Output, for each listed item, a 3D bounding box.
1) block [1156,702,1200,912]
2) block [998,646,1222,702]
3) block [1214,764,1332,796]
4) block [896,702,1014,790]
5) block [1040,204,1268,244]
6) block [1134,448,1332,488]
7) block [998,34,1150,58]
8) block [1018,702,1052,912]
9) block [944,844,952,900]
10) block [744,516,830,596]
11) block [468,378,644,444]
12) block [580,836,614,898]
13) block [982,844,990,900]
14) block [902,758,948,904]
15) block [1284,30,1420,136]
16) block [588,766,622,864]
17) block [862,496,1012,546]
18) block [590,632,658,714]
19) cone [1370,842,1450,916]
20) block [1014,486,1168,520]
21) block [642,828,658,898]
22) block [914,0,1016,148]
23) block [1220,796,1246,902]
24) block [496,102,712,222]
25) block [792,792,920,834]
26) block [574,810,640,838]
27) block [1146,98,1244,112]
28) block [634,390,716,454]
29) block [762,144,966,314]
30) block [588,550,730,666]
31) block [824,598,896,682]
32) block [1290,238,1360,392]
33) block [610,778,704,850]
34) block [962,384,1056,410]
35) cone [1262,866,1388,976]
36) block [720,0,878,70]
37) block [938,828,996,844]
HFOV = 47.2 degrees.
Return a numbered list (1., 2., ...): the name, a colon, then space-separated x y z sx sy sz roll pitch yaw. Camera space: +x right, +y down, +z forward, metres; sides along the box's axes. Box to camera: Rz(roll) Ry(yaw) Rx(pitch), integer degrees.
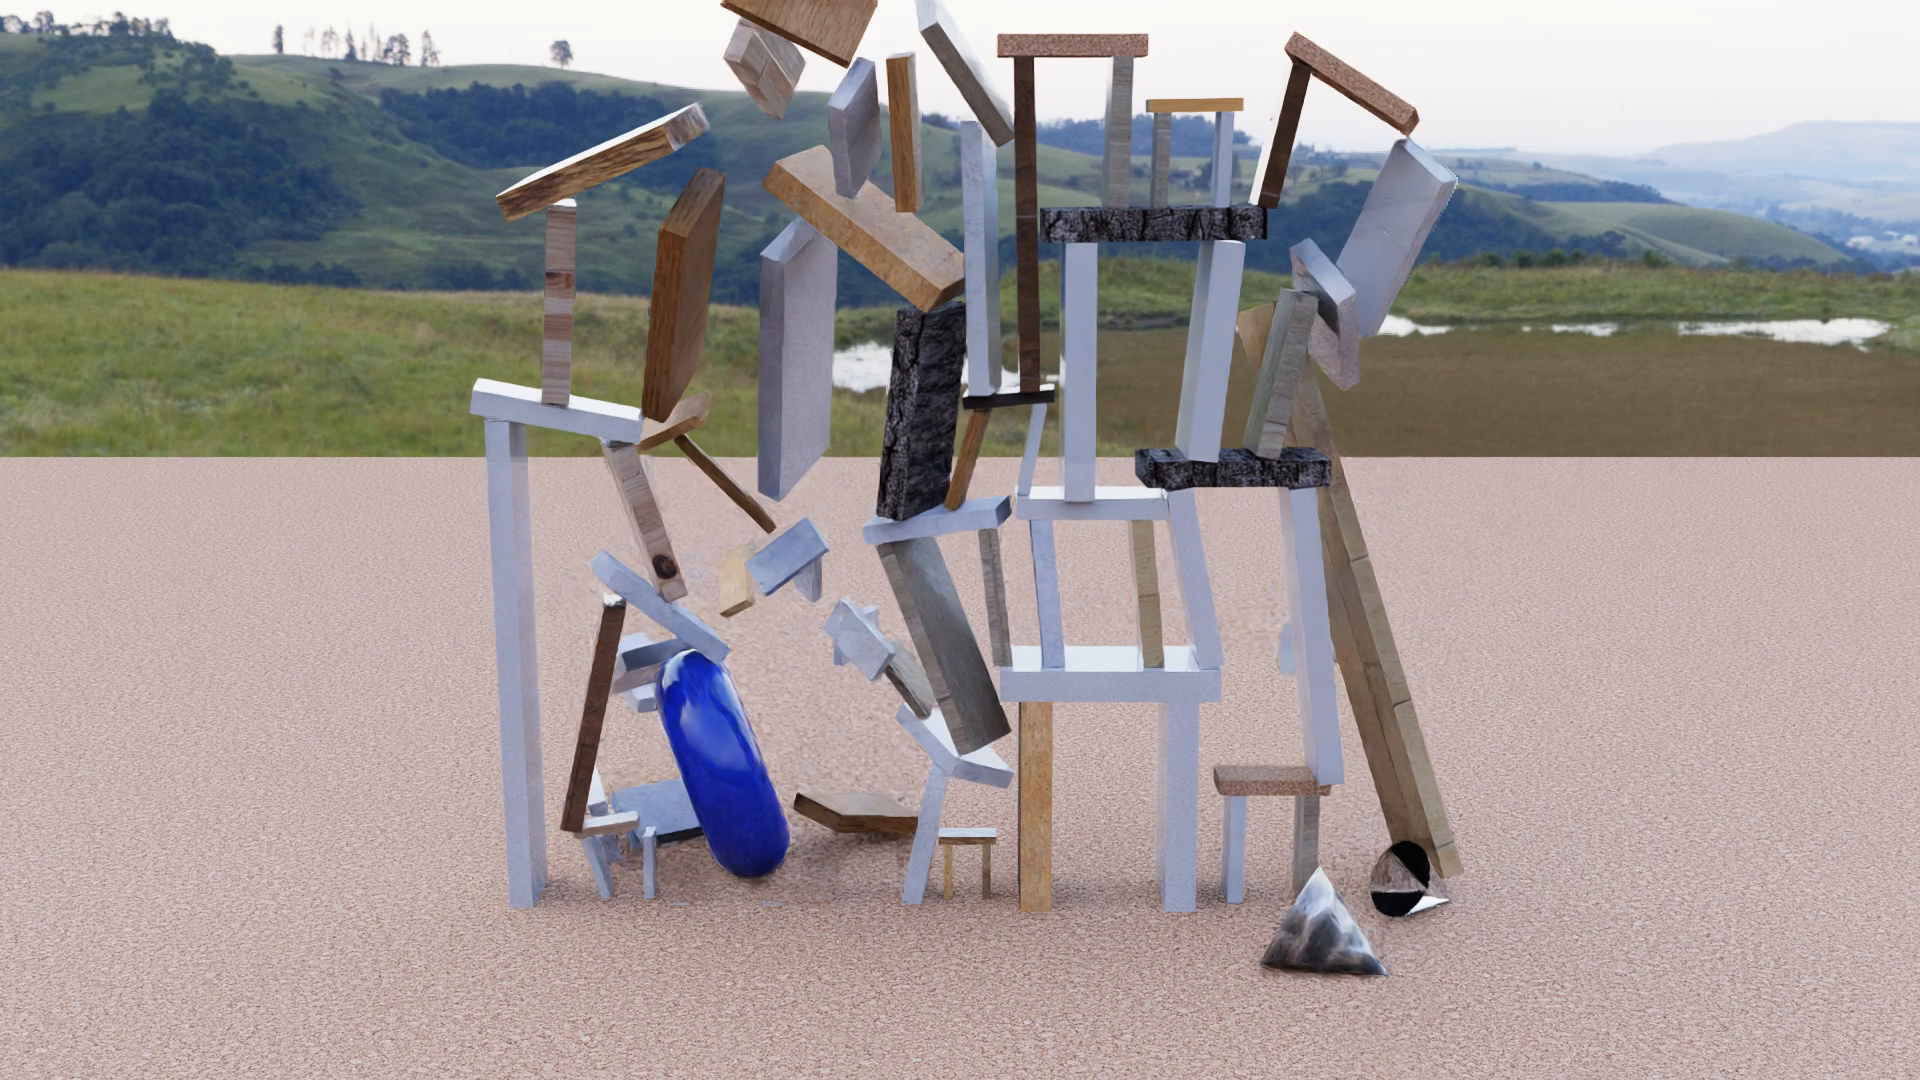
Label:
1. block: 0.359 0.416 3.638 0.050 0.353 0.176 0 11 0
2. block: 0.241 0.218 3.601 0.353 0.050 0.176 0 11 0
3. block: 0.515 0.397 3.636 0.182 0.026 0.091 0 10 0
4. block: -0.010 0.344 3.686 0.113 0.032 0.227 17 12 -30
5. block: 0.301 -0.499 3.463 0.343 0.049 0.171 -1 11 -1
6. block: 0.437 -0.117 3.541 0.293 0.041 0.146 -1 11 -3
7. block: 0.174 -0.769 3.423 0.232 0.033 0.116 0 10 1
8. block: 0.123 0.416 3.638 0.050 0.353 0.176 0 11 0
9. block: -0.019 0.544 3.656 0.013 0.095 0.047 0 11 0
10. block: -0.309 0.029 3.927 0.142 0.071 0.020 -37 -15 8
11. block: -0.647 -0.207 3.536 0.269 0.038 0.135 10 10 -11
12. block: -0.603 0.537 3.662 0.015 0.106 0.053 -18 10 2
13. block: 0.044 0.544 3.656 0.013 0.095 0.047 0 11 0
14. block: -0.055 0.477 3.651 0.032 0.227 0.113 12 11 1
15. block: 0.608 -0.706 3.406 0.222 0.031 0.111 36 9 12
16. block: -0.641 0.486 3.912 0.031 0.111 0.221 -15 13 -11
17. block: -0.036 -0.032 3.579 0.223 0.032 0.112 -8 10 14
18. block: -0.615 0.255 4.235 0.111 0.031 0.221 -10 32 -31
19. cone: 0.764 0.573 3.605 0.127 0.127 0.127 25 -4 -31
20. block: 0.209 -0.059 3.544 0.239 0.034 0.120 0 11 0
21. block: -0.516 0.537 3.662 0.015 0.106 0.053 0 11 0
22. block: 0.008 -0.720 3.361 0.033 0.230 0.115 -28 36 16
23. block: 0.454 0.500 3.652 0.026 0.182 0.091 1 11 0
24. block: -0.549 -0.582 3.387 0.310 0.044 0.155 -18 17 23
25. block: -0.179 0.487 3.922 0.113 0.032 0.227 21 7 39
26. block: -0.588 0.473 3.657 0.106 0.015 0.053 -9 10 -5
27. block: 0.366 -0.680 3.437 0.146 0.021 0.073 -1 11 -1
28. block: -0.490 -0.203 3.762 0.148 0.021 0.074 -22 33 29
29. block: -0.139 -0.499 3.507 0.335 0.047 0.167 38 29 7
30. block: -0.498 0.112 3.648 0.245 0.035 0.122 39 -2 -27
31. block: -0.165 0.163 3.605 0.019 0.066 0.132 -5 45 -52
32. block: 0.596 -0.364 3.585 0.037 0.262 0.131 -30 60 -6
33. block: -0.508 0.486 3.974 0.221 0.031 0.111 -8 51 -35
34. block: 0.080 -0.229 3.523 0.146 0.021 0.073 -5 10 5
35. cone: 0.575 0.613 3.330 0.172 0.172 0.172 31 20 15
36. block: -0.236 -0.790 3.240 0.207 0.104 0.029 25 -10 -8
37. block: 0.012 0.491 3.646 0.095 0.013 0.047 0 11 0
